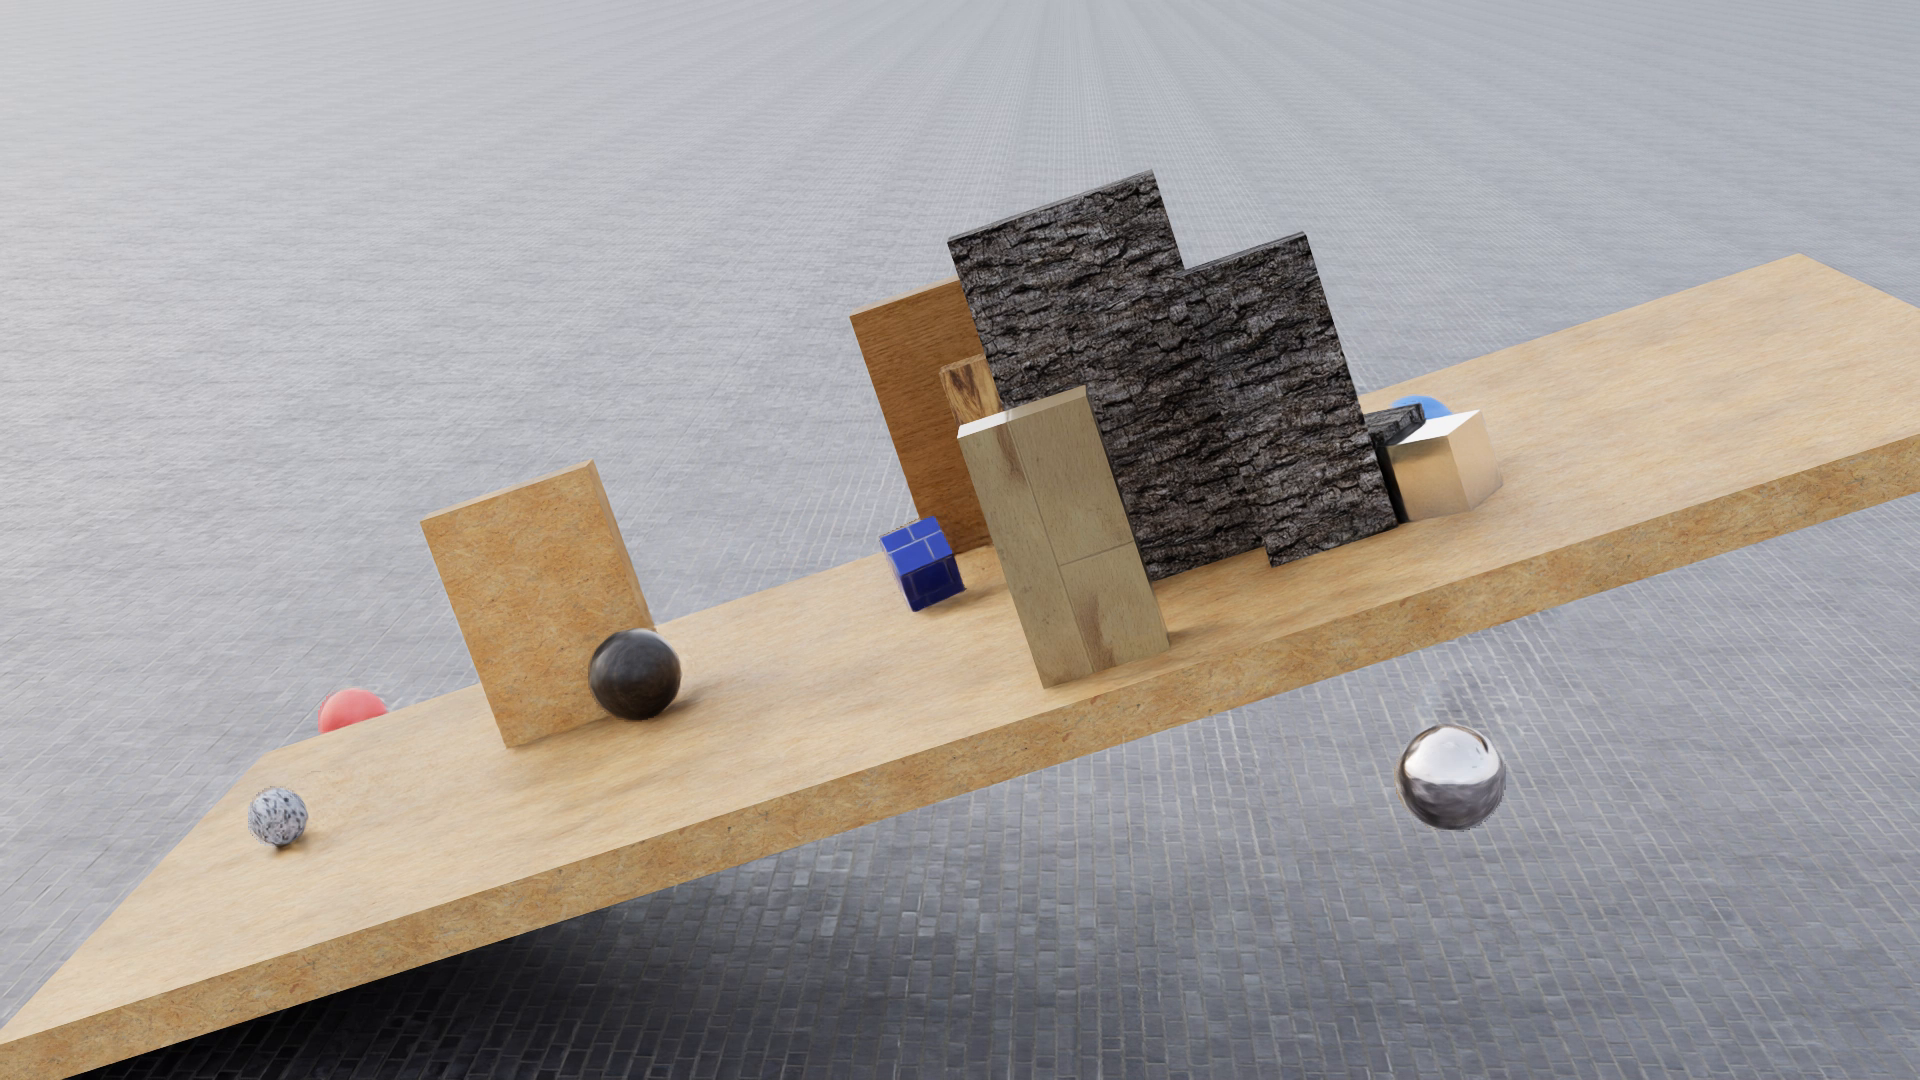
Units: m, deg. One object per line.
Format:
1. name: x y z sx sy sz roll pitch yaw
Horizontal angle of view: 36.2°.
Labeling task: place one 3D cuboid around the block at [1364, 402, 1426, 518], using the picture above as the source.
1. block: 0.838 -0.148 5.926 0.181 0.181 0.181 -11 14 38

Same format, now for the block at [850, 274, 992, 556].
1. block: 0.014 -0.303 6.953 0.360 0.616 0.132 -18 11 6

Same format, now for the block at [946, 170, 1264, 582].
1. block: 0.308 -0.305 5.981 0.434 0.791 0.097 -18 11 6

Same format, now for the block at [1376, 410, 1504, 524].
1. block: 0.944 -0.144 5.781 0.159 0.159 0.159 -11 14 38

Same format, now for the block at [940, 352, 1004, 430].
1. block: 0.162 -0.216 6.687 0.284 0.457 0.109 -18 11 6

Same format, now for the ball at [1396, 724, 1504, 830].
1. ball: 0.838 0.404 5.022 0.182 0.182 0.182 0 12 0

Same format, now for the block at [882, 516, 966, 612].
1. block: -0.081 0.053 6.496 0.128 0.128 0.128 -23 47 -4

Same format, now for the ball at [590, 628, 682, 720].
1. ball: -0.701 0.290 6.354 0.199 0.199 0.199 0 12 0

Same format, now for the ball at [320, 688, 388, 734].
1. ball: -1.600 0.482 7.770 0.181 0.181 0.181 0 12 0

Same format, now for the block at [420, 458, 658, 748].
1. block: -0.910 0.143 6.520 0.391 0.544 0.094 -18 11 6

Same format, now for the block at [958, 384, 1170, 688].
1. block: 0.195 -0.006 5.474 0.247 0.499 0.132 -18 11 6

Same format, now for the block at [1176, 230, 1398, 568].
1. block: 0.640 -0.274 5.756 0.260 0.604 0.082 -18 11 6

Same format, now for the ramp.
1. ramp: 0.107 0.180 6.305 4.000 0.100 2.000 -18 11 6

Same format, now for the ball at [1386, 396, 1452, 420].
1. ball: 0.945 -0.211 6.074 0.173 0.173 0.173 0 12 0

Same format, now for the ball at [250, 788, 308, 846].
1. ball: -1.472 0.598 6.353 0.123 0.123 0.123 0 12 0
